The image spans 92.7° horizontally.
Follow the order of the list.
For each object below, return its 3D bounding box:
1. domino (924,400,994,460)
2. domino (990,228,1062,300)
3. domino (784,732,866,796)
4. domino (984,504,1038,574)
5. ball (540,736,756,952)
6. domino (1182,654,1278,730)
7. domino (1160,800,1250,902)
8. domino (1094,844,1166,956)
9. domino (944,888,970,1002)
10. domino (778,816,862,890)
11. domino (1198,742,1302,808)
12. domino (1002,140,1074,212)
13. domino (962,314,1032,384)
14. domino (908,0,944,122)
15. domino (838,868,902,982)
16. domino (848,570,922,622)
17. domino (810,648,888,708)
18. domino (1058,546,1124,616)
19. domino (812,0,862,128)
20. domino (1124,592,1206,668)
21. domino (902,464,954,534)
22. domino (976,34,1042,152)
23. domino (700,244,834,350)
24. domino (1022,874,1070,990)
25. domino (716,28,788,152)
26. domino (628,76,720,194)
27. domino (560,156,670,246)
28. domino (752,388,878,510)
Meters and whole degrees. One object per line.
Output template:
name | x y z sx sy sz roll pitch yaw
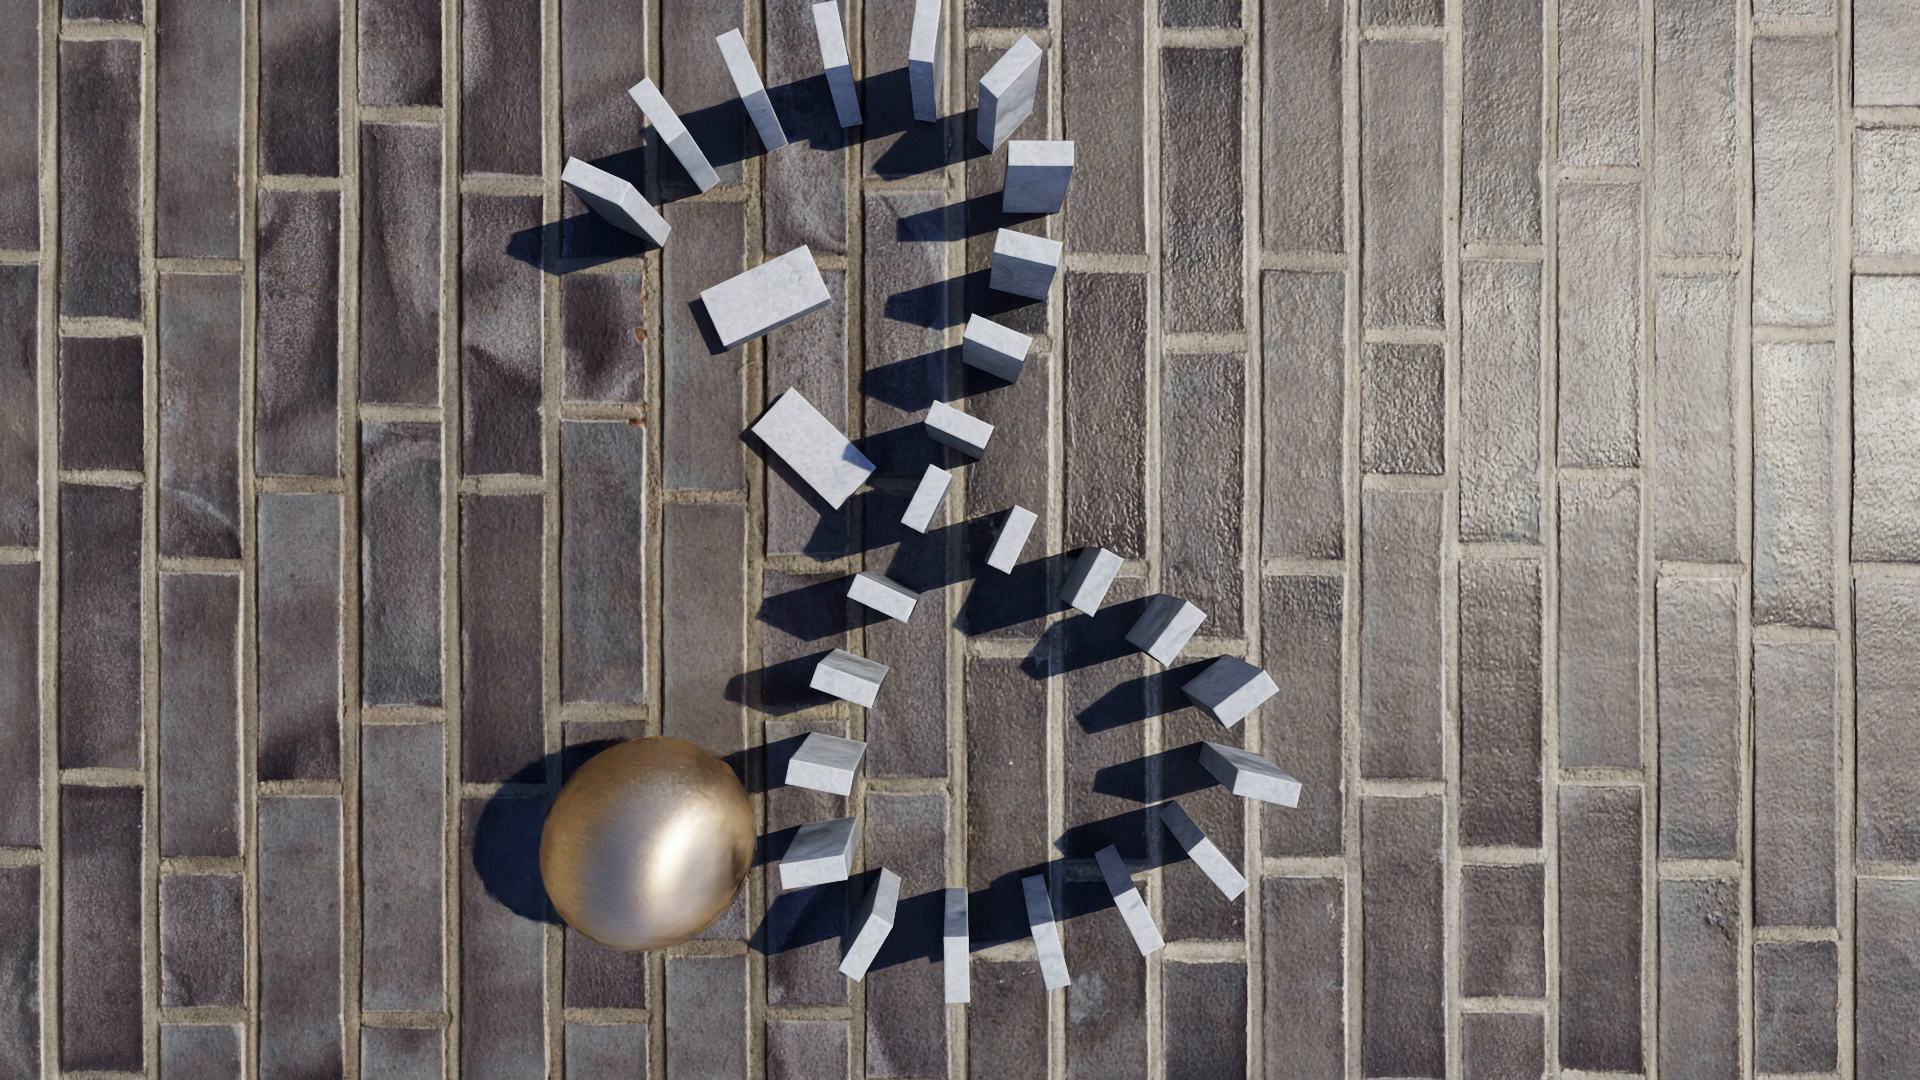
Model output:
domino | 0.000 -0.044 0.375 0.025 0.050 0.010 24 90 0
domino | 0.026 -0.112 0.375 0.025 0.050 0.010 13 90 0
domino | -0.054 0.091 0.375 0.025 0.050 0.010 11 90 0
domino | 0.020 0.000 0.375 0.009 0.050 0.025 26 90 0
ball | -0.121 0.118 0.360 0.080 0.080 0.080 0 90 0
domino | 0.109 0.061 0.375 0.025 0.050 0.010 -37 90 0
domino | 0.099 0.126 0.375 0.010 0.050 0.025 -43 90 0
domino | 0.068 0.146 0.375 0.010 0.050 0.025 -27 90 0
domino | -0.001 0.164 0.375 0.009 0.050 0.025 -1 90 0
domino | -0.056 0.127 0.375 0.025 0.050 0.009 -9 90 0
domino | 0.117 0.095 0.375 0.025 0.050 0.009 13 90 0
domino | 0.031 -0.148 0.375 0.025 0.050 0.010 0 90 0
domino | 0.014 -0.077 0.375 0.025 0.050 0.010 23 90 0
domino | -0.013 -0.195 0.375 0.009 0.050 0.025 8 90 0
domino | -0.036 0.156 0.375 0.009 0.050 0.025 31 90 0
domino | -0.030 0.022 0.375 0.025 0.050 0.010 25 90 0
domino | -0.044 0.056 0.375 0.025 0.050 0.010 20 90 0
domino | 0.053 0.016 0.375 0.010 0.050 0.025 28 90 0
domino | -0.050 -0.193 0.375 0.009 0.050 0.025 -11 90 0
domino | 0.083 0.036 0.375 0.009 0.050 0.025 38 90 0
domino | -0.013 -0.016 0.375 0.010 0.050 0.025 27 90 0
domino | 0.019 -0.181 0.375 0.010 0.050 0.025 44 90 0
domino | -0.083 -0.104 0.395 0.050 0.010 0.025 -25 90 0
domino | 0.035 0.159 0.375 0.010 0.050 0.025 -15 90 0
domino | -0.084 -0.182 0.375 0.010 0.050 0.025 -24 90 0
domino | -0.116 -0.164 0.375 0.009 0.050 0.025 -36 90 0
domino | -0.139 -0.137 0.375 0.025 0.050 0.009 24 90 0
domino | -0.062 -0.039 0.395 0.050 0.009 0.025 44 90 0
